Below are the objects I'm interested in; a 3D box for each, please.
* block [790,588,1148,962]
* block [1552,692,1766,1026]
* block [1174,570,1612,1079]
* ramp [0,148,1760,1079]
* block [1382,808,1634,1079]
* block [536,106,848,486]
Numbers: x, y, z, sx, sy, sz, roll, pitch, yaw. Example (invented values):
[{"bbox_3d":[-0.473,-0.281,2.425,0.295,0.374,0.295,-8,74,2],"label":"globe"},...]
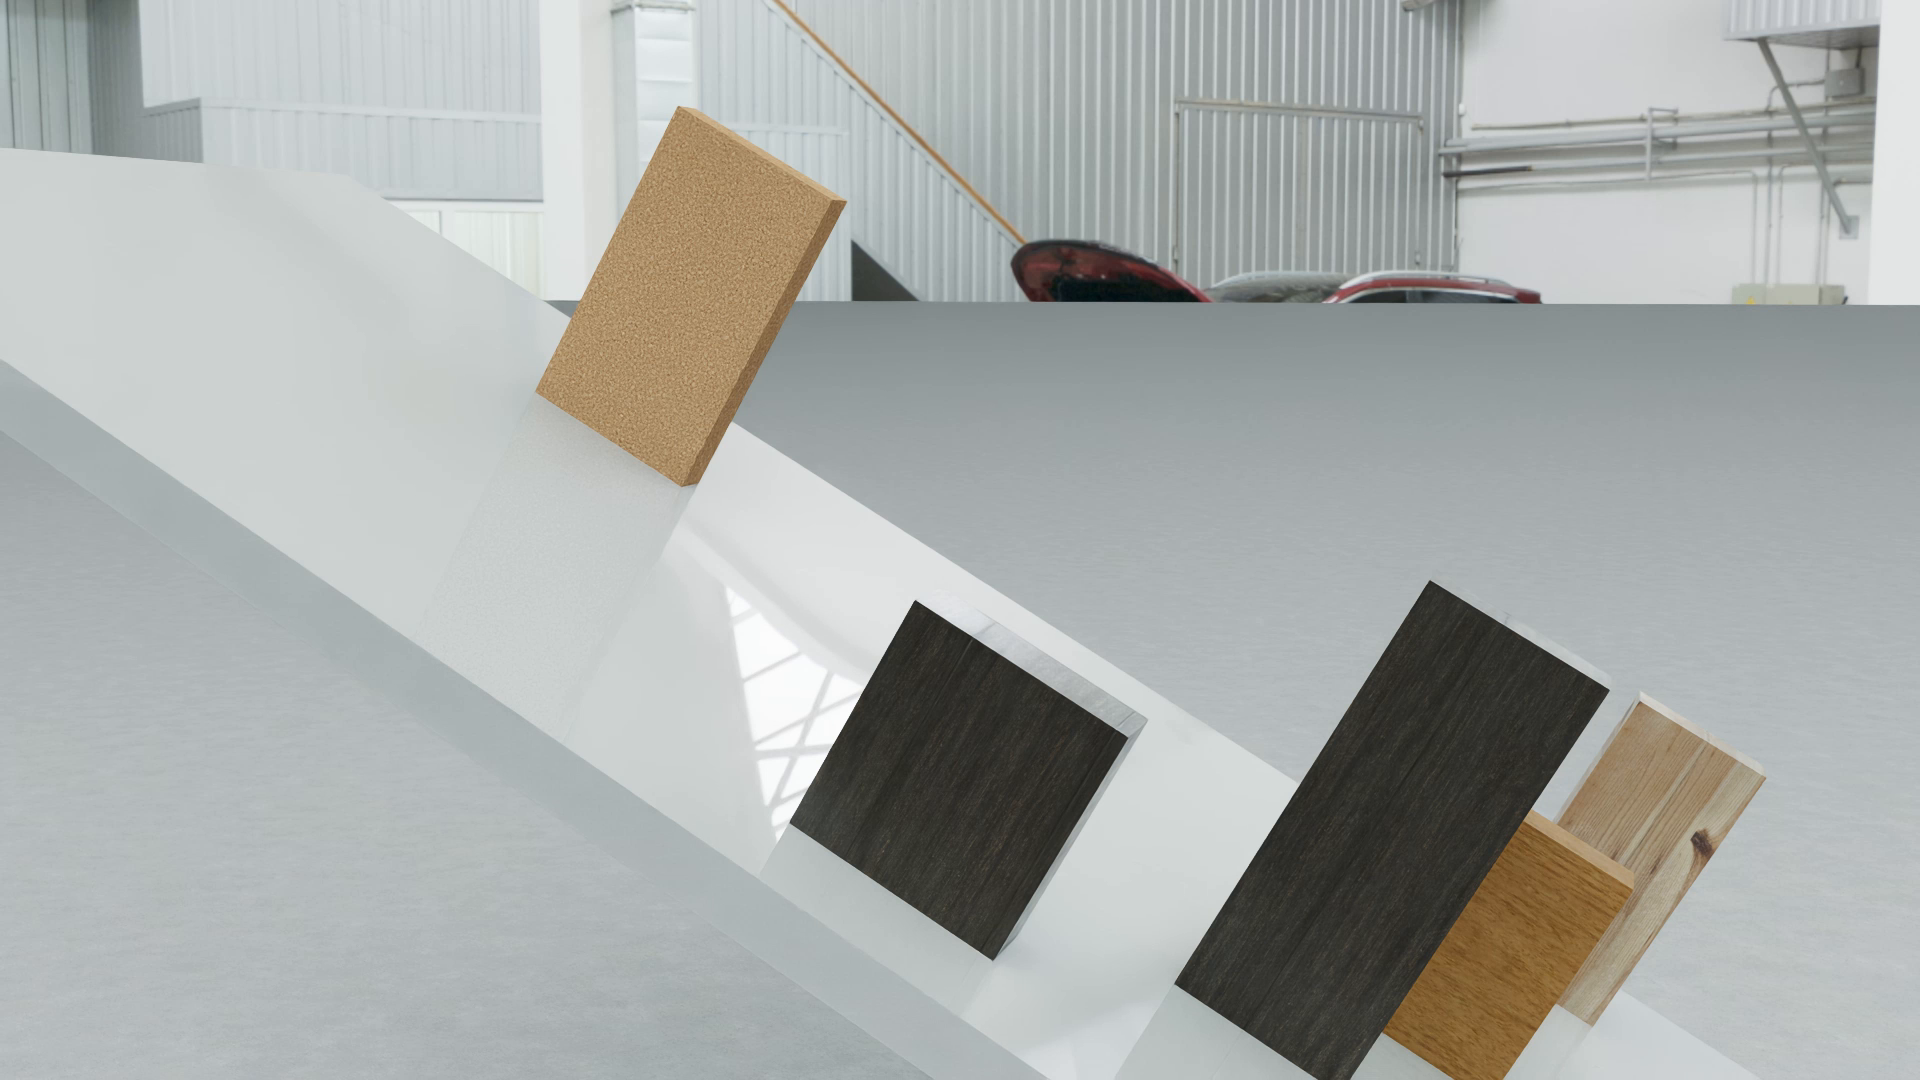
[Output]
[{"bbox_3d":[0.012,0.350,3.329,0.375,0.407,0.137,32,15,11],"label":"block"},{"bbox_3d":[1.325,0.643,4.438,0.278,0.616,0.113,32,15,11],"label":"block"},{"bbox_3d":[0.677,0.464,3.477,0.312,0.778,0.118,32,15,11],"label":"block"},{"bbox_3d":[-0.184,0.304,4.128,4.000,0.100,2.000,32,15,11],"label":"ramp"},{"bbox_3d":[0.908,0.690,3.806,0.299,0.453,0.110,32,15,11],"label":"block"},{"bbox_3d":[-0.564,-0.502,4.565,0.385,0.678,0.089,32,15,11],"label":"block"}]
